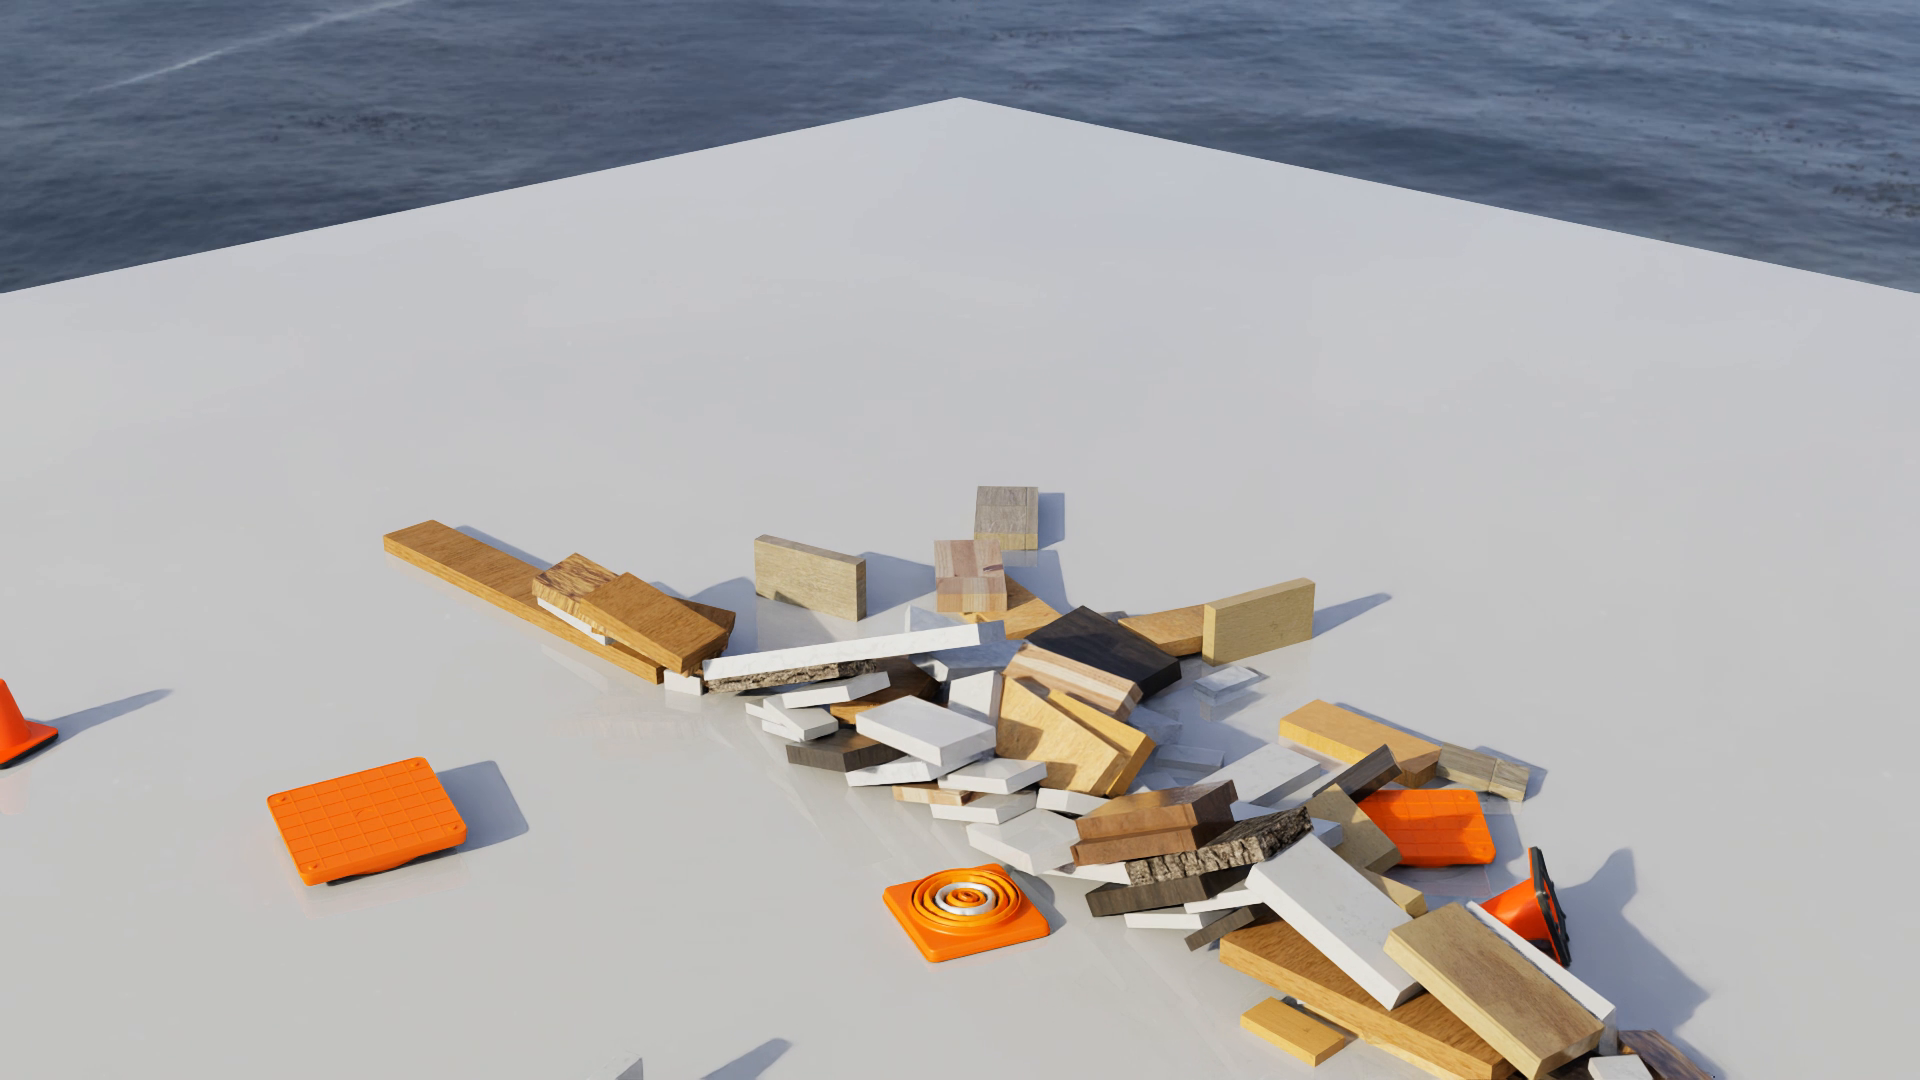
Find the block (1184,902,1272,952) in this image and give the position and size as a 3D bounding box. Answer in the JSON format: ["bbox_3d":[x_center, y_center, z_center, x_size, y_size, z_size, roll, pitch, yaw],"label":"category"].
[{"bbox_3d":[0.492,0.676,3.922,0.095,0.027,0.191,-20,-13,-40],"label":"block"}]

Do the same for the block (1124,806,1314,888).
[{"bbox_3d":[0.462,0.550,3.940,0.315,0.045,0.157,-21,0,44],"label":"block"}]

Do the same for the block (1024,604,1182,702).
[{"bbox_3d":[0.322,0.268,5.017,0.177,0.050,0.354,-27,33,-25],"label":"block"}]

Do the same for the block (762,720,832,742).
[{"bbox_3d":[-0.349,0.400,4.731,0.085,0.024,0.169,-13,12,-31],"label":"block"}]

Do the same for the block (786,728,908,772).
[{"bbox_3d":[-0.238,0.435,4.559,0.140,0.040,0.281,-13,5,-28],"label":"block"}]

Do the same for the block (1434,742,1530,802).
[{"bbox_3d":[1.080,0.479,4.547,0.183,0.026,0.091,17,32,13],"label":"block"}]

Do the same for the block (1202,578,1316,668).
[{"bbox_3d":[0.697,0.190,5.126,0.292,0.146,0.041,-13,26,-28],"label":"block"}]

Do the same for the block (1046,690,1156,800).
[{"bbox_3d":[0.254,0.418,4.484,0.288,0.041,0.144,23,75,48],"label":"block"}]

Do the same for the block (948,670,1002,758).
[{"bbox_3d":[0.024,0.389,4.587,0.112,0.032,0.225,-17,51,34],"label":"block"}]

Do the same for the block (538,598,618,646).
[{"bbox_3d":[-0.859,0.161,5.218,0.151,0.043,0.302,-18,29,-36],"label":"block"}]

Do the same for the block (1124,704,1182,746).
[{"bbox_3d":[0.304,0.367,4.738,0.318,0.045,0.159,22,12,38],"label":"block"}]

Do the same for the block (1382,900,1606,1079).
[{"bbox_3d":[0.874,0.735,3.611,0.165,0.047,0.330,-14,40,-36],"label":"block"}]

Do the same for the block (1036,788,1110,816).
[{"bbox_3d":[0.301,0.530,4.273,0.273,0.039,0.136,15,-9,-20],"label":"block"}]

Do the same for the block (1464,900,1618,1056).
[{"bbox_3d":[0.973,0.752,3.721,0.043,0.153,0.307,-38,48,-18],"label":"block"}]

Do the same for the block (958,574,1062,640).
[{"bbox_3d":[0.106,0.169,5.303,0.165,0.047,0.330,-12,26,-25],"label":"block"}]

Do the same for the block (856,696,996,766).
[{"bbox_3d":[-0.071,0.383,4.437,0.140,0.040,0.281,-17,20,-35],"label":"block"}]

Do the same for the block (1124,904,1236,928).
[{"bbox_3d":[0.402,0.680,4.026,0.095,0.027,0.191,-20,6,-40],"label":"block"}]

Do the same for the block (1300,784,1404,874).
[{"bbox_3d":[0.742,0.580,4.276,0.127,0.036,0.255,-33,28,-3],"label":"block"}]

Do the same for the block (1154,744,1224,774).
[{"bbox_3d":[0.486,0.462,4.648,0.137,0.019,0.068,6,24,14],"label":"block"}]

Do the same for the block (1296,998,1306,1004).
[{"bbox_3d":[0.663,0.772,3.827,0.161,0.023,0.081,-1,24,0],"label":"block"}]

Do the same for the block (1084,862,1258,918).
[{"bbox_3d":[0.390,0.626,4.031,0.157,0.045,0.315,-20,0,-39],"label":"block"}]

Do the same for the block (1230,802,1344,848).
[{"bbox_3d":[0.596,0.571,4.291,0.135,0.038,0.270,-20,18,-39],"label":"block"}]

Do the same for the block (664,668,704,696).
[{"bbox_3d":[-0.622,0.320,4.947,0.091,0.045,0.013,9,25,21],"label":"block"}]

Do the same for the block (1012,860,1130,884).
[{"bbox_3d":[0.258,0.591,4.188,0.158,0.045,0.315,-21,13,-41],"label":"block"}]

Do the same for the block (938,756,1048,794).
[{"bbox_3d":[0.062,0.465,4.353,0.106,0.030,0.212,-20,11,-38],"label":"block"}]

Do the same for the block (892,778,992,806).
[{"bbox_3d":[-0.029,0.501,4.455,0.106,0.030,0.212,-20,11,-39],"label":"block"}]

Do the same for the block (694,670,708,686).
[{"bbox_3d":[-0.582,0.312,4.976,0.091,0.013,0.045,10,25,22],"label":"block"}]

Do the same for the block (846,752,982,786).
[{"bbox_3d":[-0.098,0.455,4.490,0.140,0.040,0.281,-20,5,-38],"label":"block"}]

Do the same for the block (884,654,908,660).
[{"bbox_3d":[-0.098,0.264,5.100,0.208,0.029,0.104,-5,23,-11],"label":"block"}]

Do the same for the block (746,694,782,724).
[{"bbox_3d":[-0.393,0.369,4.802,0.085,0.024,0.169,-13,11,-29],"label":"block"}]

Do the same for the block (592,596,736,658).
[{"bbox_3d":[-0.684,0.190,5.081,0.300,0.042,0.150,14,34,3],"label":"block"}]

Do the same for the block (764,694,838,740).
[{"bbox_3d":[-0.339,0.372,4.680,0.085,0.024,0.169,-14,27,-32],"label":"block"}]

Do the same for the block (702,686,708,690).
[{"bbox_3d":[-0.600,0.314,5.004,0.045,0.013,0.091,-21,30,-40],"label":"block"}]

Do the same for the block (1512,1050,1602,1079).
[{"bbox_3d":[1.020,0.877,3.574,0.111,0.031,0.222,-21,31,-40],"label":"block"}]

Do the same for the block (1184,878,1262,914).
[{"bbox_3d":[0.495,0.624,3.904,0.095,0.027,0.191,-20,0,-40],"label":"block"}]

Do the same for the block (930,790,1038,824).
[{"bbox_3d":[0.048,0.527,4.378,0.106,0.030,0.212,-19,9,-36],"label":"block"}]
